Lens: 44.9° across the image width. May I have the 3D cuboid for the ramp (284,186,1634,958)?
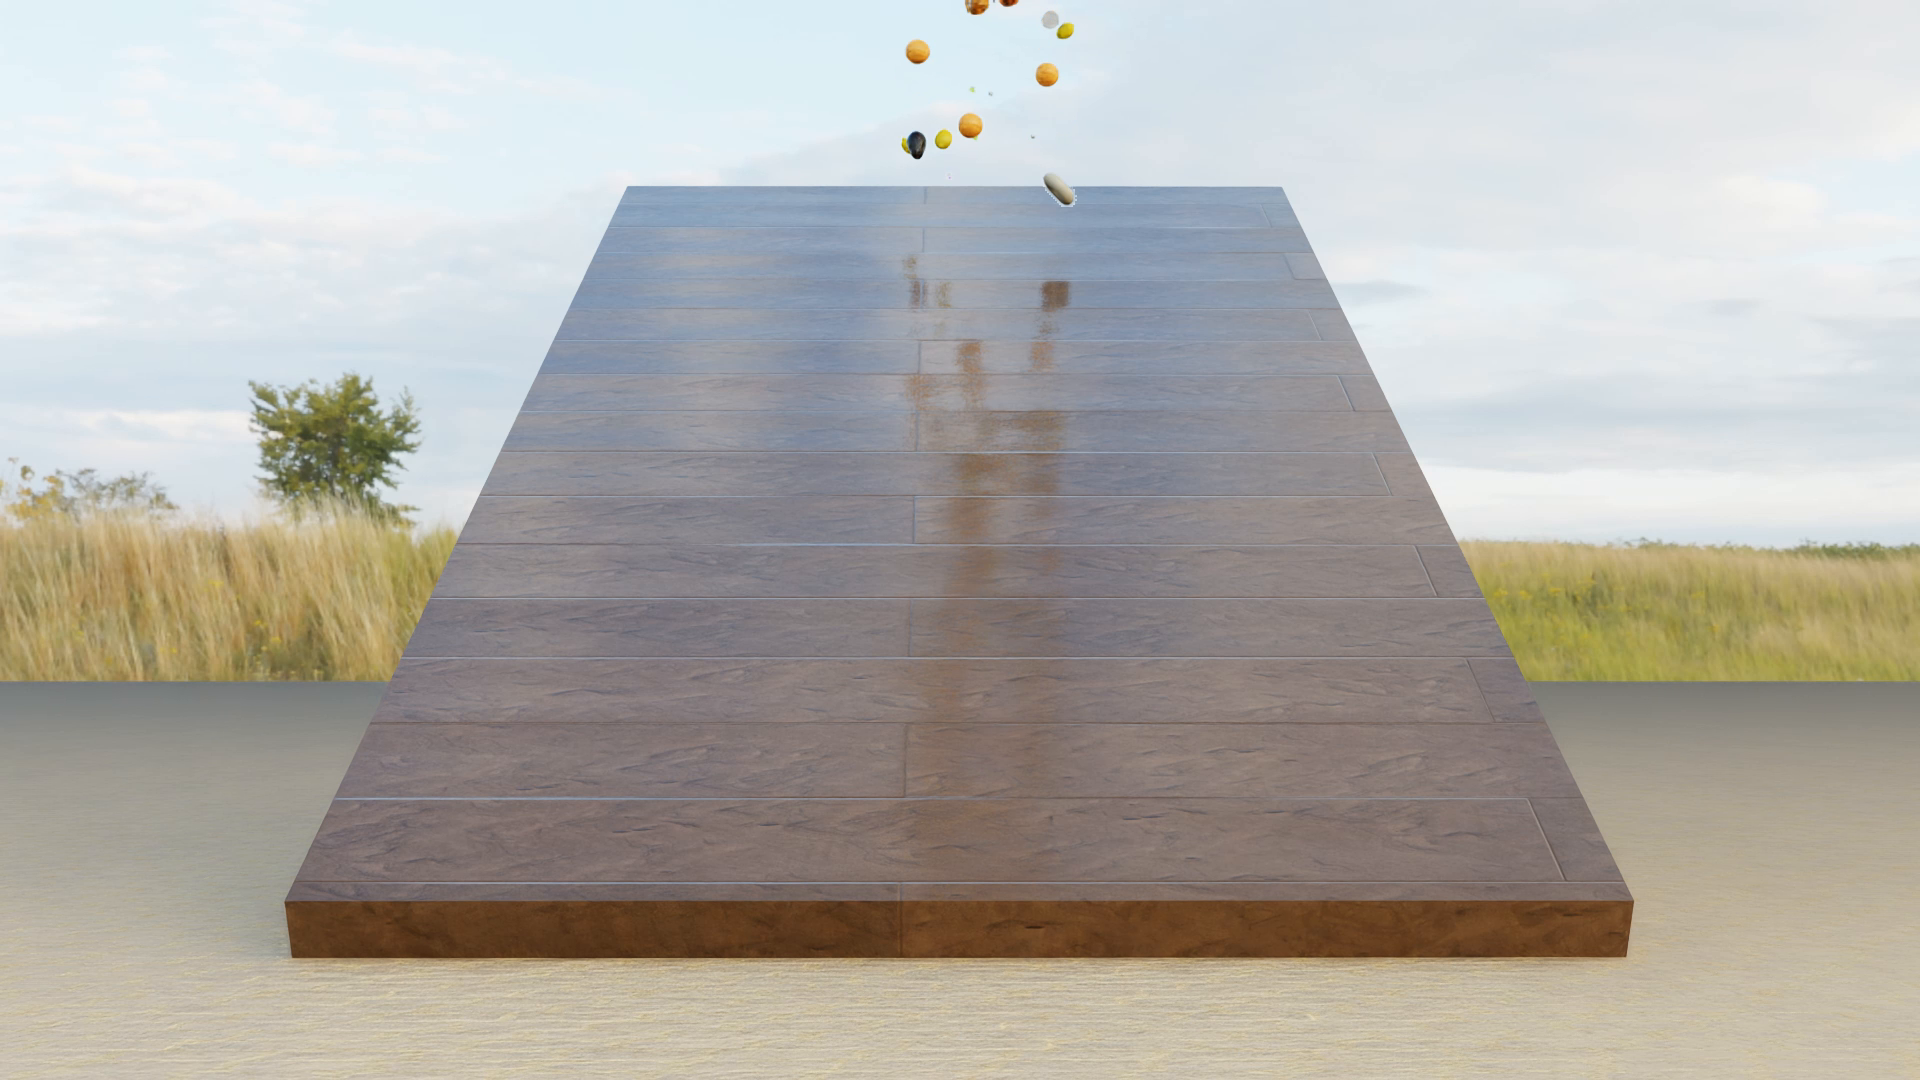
[{"bbox_3d":[-0.008,-0.228,5.293,2.000,0.100,4.000,0,24,0],"label":"ramp"}]

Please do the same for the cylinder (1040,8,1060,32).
[{"bbox_3d":[0.257,-1.481,6.618,0.051,0.051,0.051,1,27,-14],"label":"cylinder"}]

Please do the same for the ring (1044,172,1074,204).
[{"bbox_3d":[0.285,-1.013,6.696,0.037,0.112,0.112,-42,-4,-1],"label":"ring"}]
